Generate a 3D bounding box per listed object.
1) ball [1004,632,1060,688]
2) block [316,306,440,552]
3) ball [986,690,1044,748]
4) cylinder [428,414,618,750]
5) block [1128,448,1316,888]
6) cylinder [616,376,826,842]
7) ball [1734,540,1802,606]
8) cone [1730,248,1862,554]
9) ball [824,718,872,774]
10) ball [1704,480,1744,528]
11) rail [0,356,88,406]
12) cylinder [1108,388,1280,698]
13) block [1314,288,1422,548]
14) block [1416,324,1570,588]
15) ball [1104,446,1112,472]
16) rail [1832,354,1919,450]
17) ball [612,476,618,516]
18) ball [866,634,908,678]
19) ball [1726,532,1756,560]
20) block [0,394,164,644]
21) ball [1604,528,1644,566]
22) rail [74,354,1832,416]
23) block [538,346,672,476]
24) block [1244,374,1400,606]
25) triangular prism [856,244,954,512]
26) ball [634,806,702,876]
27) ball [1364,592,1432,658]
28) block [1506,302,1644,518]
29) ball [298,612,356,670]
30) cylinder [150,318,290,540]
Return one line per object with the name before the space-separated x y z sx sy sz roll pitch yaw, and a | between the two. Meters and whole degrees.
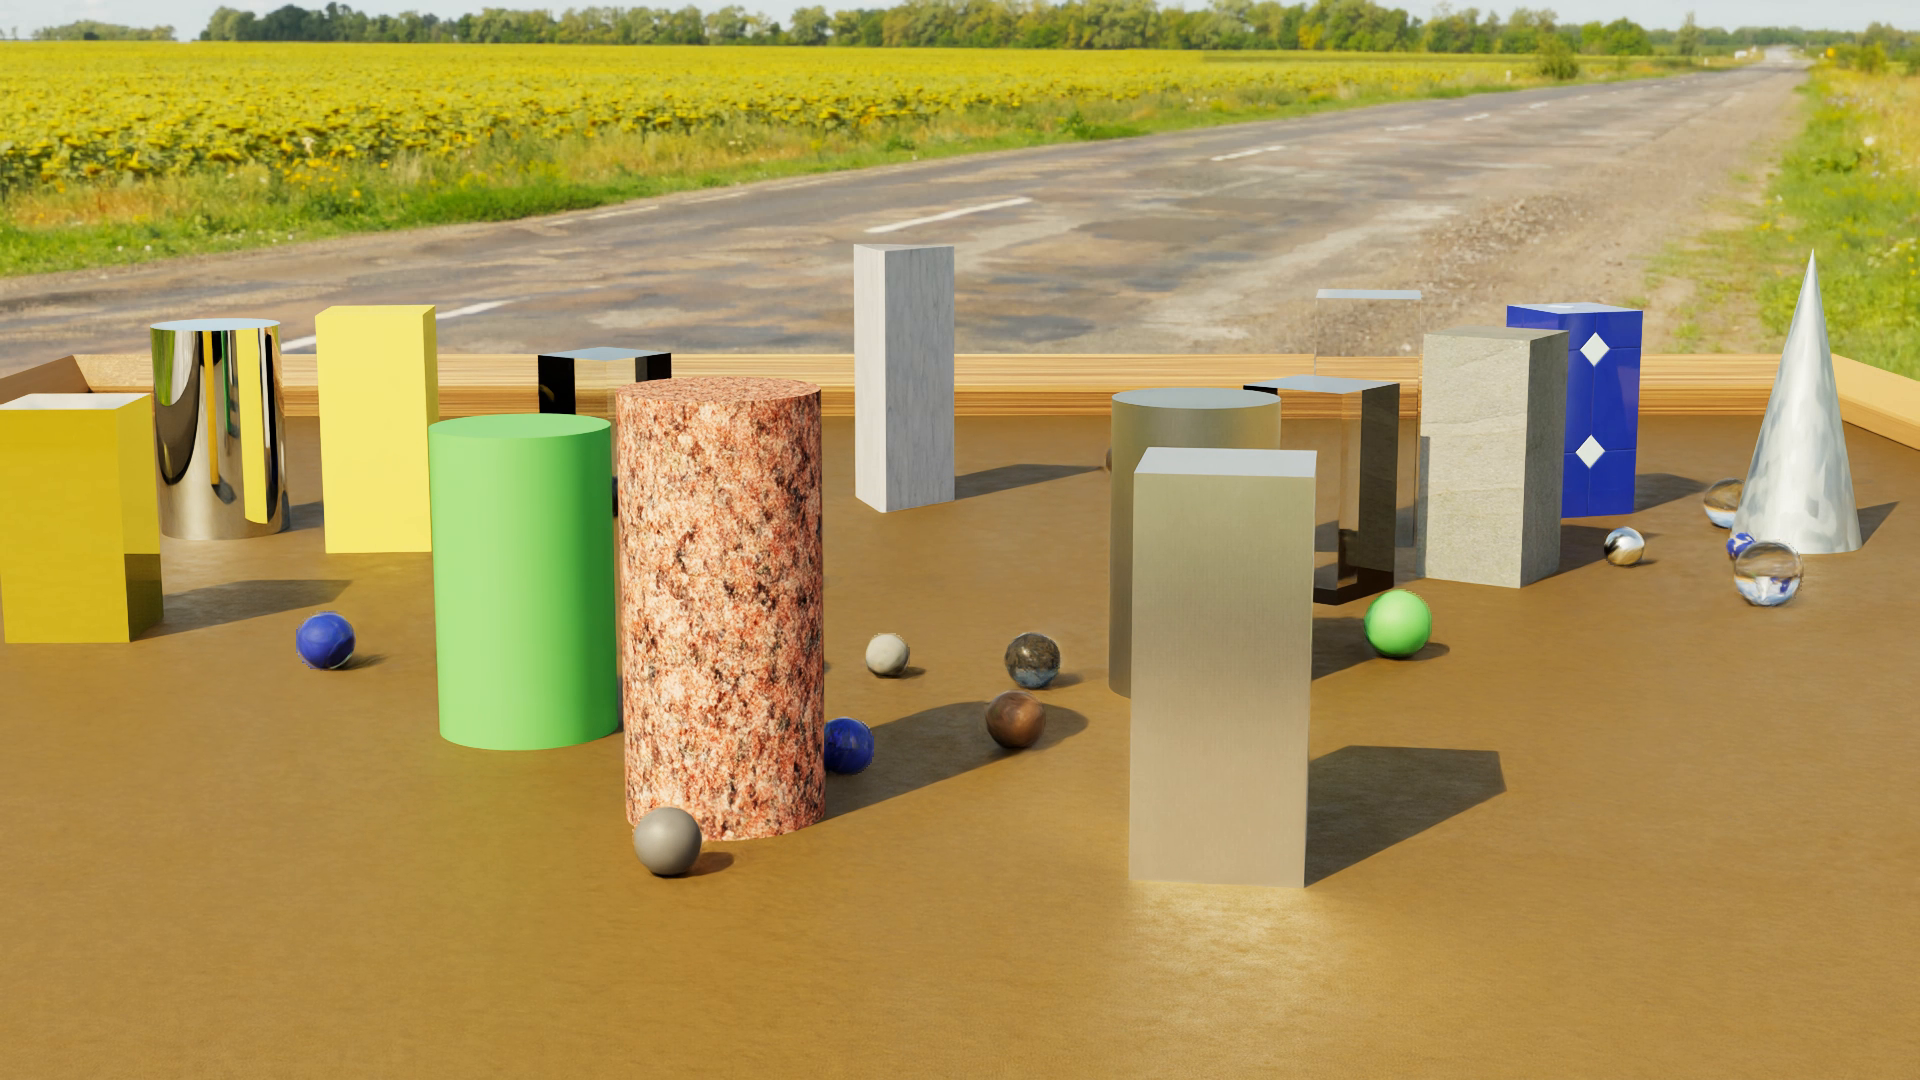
ball | 0.086 0.142 3.035 0.067 0.067 0.067 0 11 0
block | -0.886 -0.172 3.926 0.157 0.359 0.157 -1 11 -4
ball | 0.059 0.193 2.767 0.063 0.063 0.063 0 11 0
cylinder | -0.479 0.042 2.826 0.196 0.339 0.196 0 11 0
block | 0.242 0.112 2.352 0.157 0.373 0.157 2 11 8
cylinder | -0.231 0.062 2.496 0.196 0.420 0.196 0 11 0
ball | 1.099 0.045 3.491 0.090 0.090 0.090 0 11 0
cone | 1.291 -0.220 3.925 0.196 0.454 0.196 0 11 0
ball | -0.121 0.214 2.663 0.060 0.060 0.060 0 11 0
ball | 1.224 -0.058 4.079 0.078 0.078 0.078 0 11 0
rail | -1.821 0.035 3.439 0.045 0.128 3.937 0 11 0
cylinder | 0.275 0.004 3.013 0.196 0.345 0.196 0 11 0
block | 0.628 -0.191 3.973 0.157 0.379 0.157 2 11 9
block | 0.766 -0.124 3.689 0.157 0.350 0.157 7 12 32
ball | 0.291 -0.144 4.583 0.063 0.063 0.063 0 11 0
rail | 1.821 0.031 3.459 0.045 0.128 3.937 0 11 0
ball | -0.568 -0.072 4.186 0.067 0.067 0.067 0 11 0
ball | -0.088 0.139 3.087 0.052 0.052 0.052 0 11 0
ball | 1.161 0.010 3.811 0.043 0.043 0.043 0 11 0
block | -1.141 -0.031 3.324 0.157 0.300 0.157 0 11 -1
ball | 0.976 0.010 3.769 0.058 0.058 0.058 0 11 0
rail | -0.011 -0.322 5.361 3.689 0.128 0.045 0 11 0
block | -0.596 -0.190 4.324 0.157 0.249 0.157 8 13 35
block | 0.501 -0.073 3.578 0.157 0.291 0.157 8 13 38
triangular prism | -0.122 -0.277 4.297 0.147 0.429 0.170 10 14 43
ball | -0.266 0.274 2.335 0.062 0.062 0.062 0 11 0
ball | 0.543 0.105 3.189 0.083 0.083 0.083 0 11 0
block | 1.006 -0.216 4.233 0.157 0.334 0.157 -4 11 -19
ball | -0.773 0.123 3.129 0.070 0.070 0.070 0 11 0
cylinder | -1.165 -0.177 4.044 0.196 0.326 0.196 0 11 0
